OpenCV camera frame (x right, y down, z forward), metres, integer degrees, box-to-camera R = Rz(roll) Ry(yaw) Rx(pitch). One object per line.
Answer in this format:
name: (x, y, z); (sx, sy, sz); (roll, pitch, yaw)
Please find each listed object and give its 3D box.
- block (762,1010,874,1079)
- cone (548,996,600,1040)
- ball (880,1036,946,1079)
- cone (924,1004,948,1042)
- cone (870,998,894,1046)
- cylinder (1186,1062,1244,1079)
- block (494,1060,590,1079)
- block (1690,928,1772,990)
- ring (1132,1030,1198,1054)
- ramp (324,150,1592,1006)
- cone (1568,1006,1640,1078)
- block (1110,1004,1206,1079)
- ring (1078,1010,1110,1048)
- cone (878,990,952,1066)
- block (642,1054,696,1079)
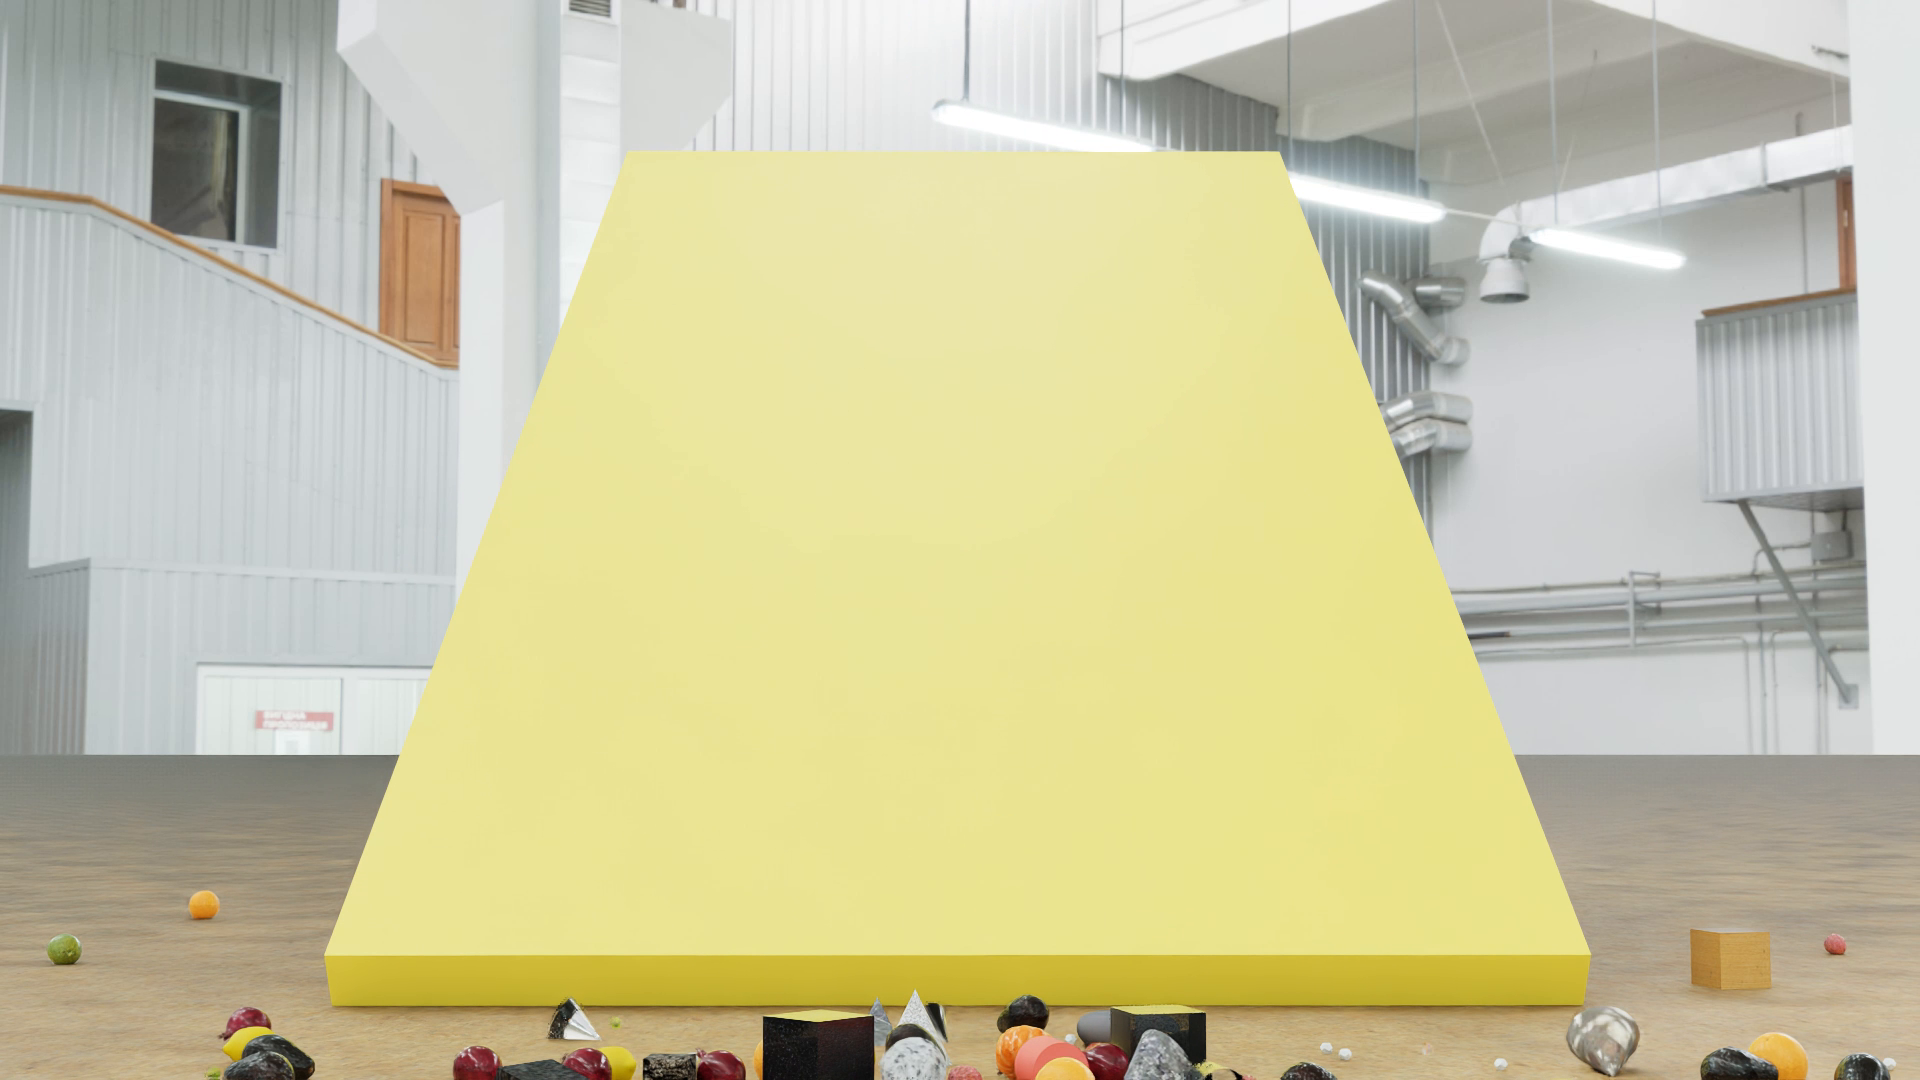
block: (-0.168, 0.611, 2.820); (0.093, 0.093, 0.093); (-5, -7, 43)
cone: (-0.535, 0.690, 3.358); (0.066, 0.066, 0.066); (26, 0, 10)
ball: (-0.053, 0.614, 2.753); (0.076, 0.076, 0.076); (0, -5, 0)
cone: (-0.031, 0.691, 3.342); (0.057, 0.057, 0.057); (3, 21, -32)
cone: (-0.115, 0.670, 3.322); (0.064, 0.064, 0.064); (0, -5, 0)
cylinder: (0.286, 0.616, 2.665); (0.056, 0.056, 0.056); (1, -5, -12)
block: (-0.415, 0.570, 2.365); (0.076, 0.076, 0.076); (18, 6, 34)
block: (1.334, 0.724, 4.120); (0.095, 0.095, 0.095); (1, -5, -14)
ring: (0.275, 0.677, 3.202); (0.089, 0.030, 0.089); (1, -6, 0)
ramp: (-0.011, -0.225, 5.552); (2.000, 0.100, 4.000); (0, 28, 0)
cone: (0.821, 0.654, 3.014); (0.091, 0.091, 0.091); (-1, 22, 7)
block: (0.242, 0.620, 2.910); (0.091, 0.091, 0.091); (1, -5, -16)
ring: (0.228, 0.678, 3.299); (0.133, 0.044, 0.133); (1, -6, 0)
cone: (-0.059, 0.635, 3.105); (0.096, 0.096, 0.096); (0, -5, 0)
block: (-0.338, 0.627, 2.764); (0.053, 0.053, 0.053); (0, -5, 4)
